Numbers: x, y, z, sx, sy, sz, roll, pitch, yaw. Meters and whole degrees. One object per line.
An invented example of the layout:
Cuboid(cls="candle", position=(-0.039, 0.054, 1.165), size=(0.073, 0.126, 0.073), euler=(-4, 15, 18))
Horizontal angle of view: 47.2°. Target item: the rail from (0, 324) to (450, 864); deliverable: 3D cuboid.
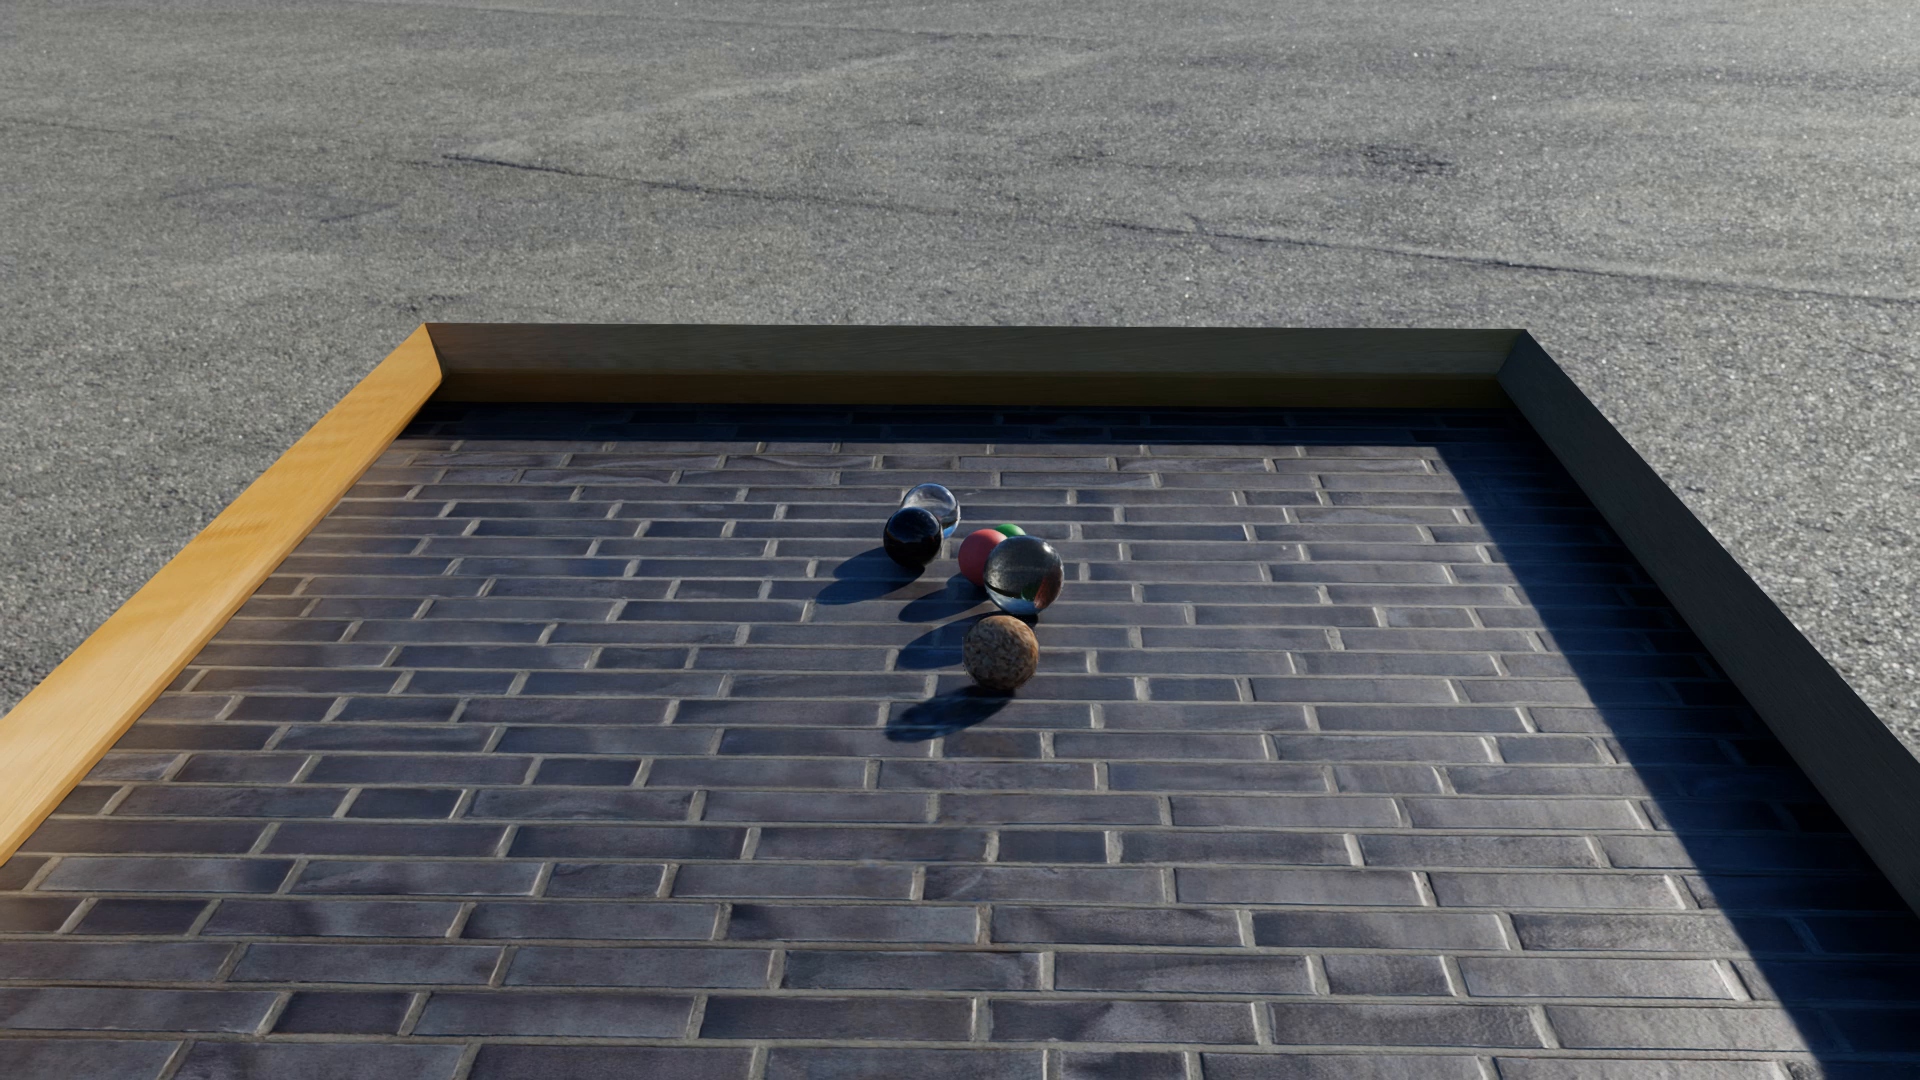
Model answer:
Cuboid(cls="rail", position=(-0.760, 0.195, 1.826), size=(0.045, 0.112, 2.688), euler=(0, 19, 1))

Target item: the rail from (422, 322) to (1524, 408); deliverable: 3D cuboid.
Cuboid(cls="rail", position=(0.015, -0.237, 3.055), size=(1.536, 0.112, 0.045), euler=(0, 19, 1))

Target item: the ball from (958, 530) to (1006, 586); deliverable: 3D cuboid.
Cuboid(cls="ball", position=(0.029, 0.020, 2.401), size=(0.063, 0.063, 0.063), euler=(0, 19, 0))

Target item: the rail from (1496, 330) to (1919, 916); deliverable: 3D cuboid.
Cuboid(cls="rail", position=(0.728, 0.206, 1.793), size=(0.045, 0.112, 2.688), euler=(0, 19, 1))

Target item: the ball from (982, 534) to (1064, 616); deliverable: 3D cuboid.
Cuboid(cls="ball", position=(0.067, 0.037, 2.316), size=(0.086, 0.086, 0.086), euler=(0, 19, 0))

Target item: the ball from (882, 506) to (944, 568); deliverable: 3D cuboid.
Cuboid(cls="ball", position=(-0.052, -0.003, 2.457), size=(0.069, 0.069, 0.069), euler=(0, 19, 0))

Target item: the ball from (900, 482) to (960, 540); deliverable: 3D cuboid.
Cuboid(cls="ball", position=(-0.034, -0.031, 2.533), size=(0.071, 0.071, 0.071), euler=(0, 19, 0))

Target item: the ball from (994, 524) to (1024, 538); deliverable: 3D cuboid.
Cuboid(cls="ball", position=(0.054, 0.005, 2.469), size=(0.046, 0.046, 0.046), euler=(0, 19, 0))

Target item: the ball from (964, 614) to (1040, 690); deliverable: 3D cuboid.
Cuboid(cls="ball", position=(0.040, 0.109, 2.131), size=(0.074, 0.074, 0.074), euler=(0, 19, 0))
